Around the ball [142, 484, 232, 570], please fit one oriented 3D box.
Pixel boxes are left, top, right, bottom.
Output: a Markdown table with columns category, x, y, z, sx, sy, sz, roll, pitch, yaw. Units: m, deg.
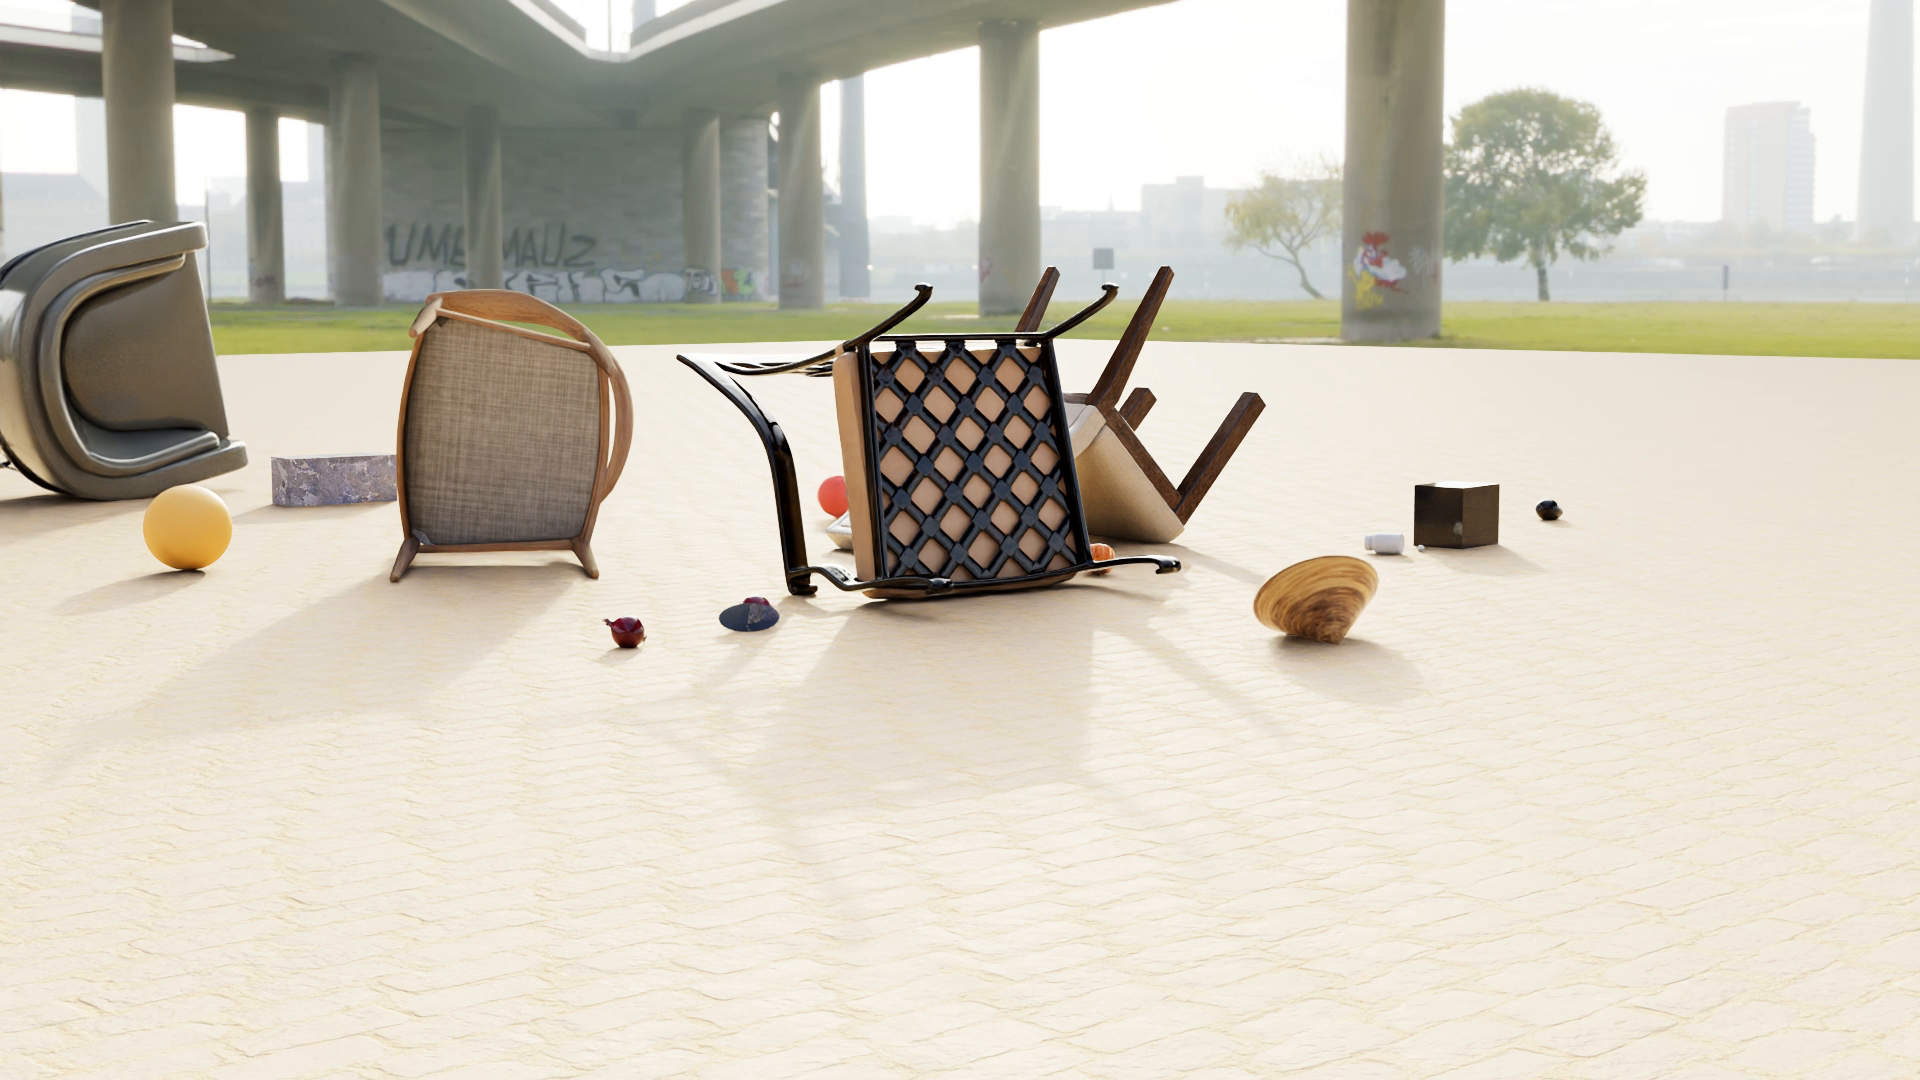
| category | x | y | z | sx | sy | sz | roll | pitch | yaw |
| --- | --- | --- | --- | --- | --- | --- | --- | --- | --- |
| ball | -1.728 | -0.028 | 5.740 | 0.193 | 0.193 | 0.193 | 0 | 6 | 0 |

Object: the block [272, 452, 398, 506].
| category | x | y | z | sx | sy | sz | roll | pitch | yaw |
| --- | --- | --- | --- | --- | --- | --- | --- | --- | --- |
| block | -1.823 | -0.178 | 7.480 | 0.328 | 0.136 | 0.136 | -4 | 7 | -37 |

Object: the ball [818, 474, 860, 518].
| category | x | y | z | sx | sy | sz | roll | pitch | yaw |
| --- | --- | --- | --- | --- | --- | --- | --- | --- | --- |
| ball | -0.329 | -0.120 | 7.002 | 0.118 | 0.118 | 0.118 | 0 | 6 | 0 |

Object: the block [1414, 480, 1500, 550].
| category | x | y | z | sx | sy | sz | roll | pitch | yaw |
| --- | --- | --- | --- | --- | --- | --- | --- | --- | --- |
| block | 1.219 | -0.062 | 6.295 | 0.135 | 0.148 | 0.175 | 5 | 8 | 41 |

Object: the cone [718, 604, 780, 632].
| category | x | y | z | sx | sy | sz | roll | pitch | yaw |
| --- | --- | --- | --- | --- | --- | --- | --- | --- | --- |
| cone | -0.398 | 0.155 | 4.791 | 0.117 | 0.058 | 0.046 | -3 | -26 | -18 |

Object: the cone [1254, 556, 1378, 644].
| category | x | y | z | sx | sy | sz | roll | pitch | yaw |
| --- | --- | --- | --- | --- | --- | --- | --- | --- | --- |
| cone | 0.662 | 0.144 | 4.622 | 0.261 | 0.115 | 0.223 | 18 | -49 | -40 |
